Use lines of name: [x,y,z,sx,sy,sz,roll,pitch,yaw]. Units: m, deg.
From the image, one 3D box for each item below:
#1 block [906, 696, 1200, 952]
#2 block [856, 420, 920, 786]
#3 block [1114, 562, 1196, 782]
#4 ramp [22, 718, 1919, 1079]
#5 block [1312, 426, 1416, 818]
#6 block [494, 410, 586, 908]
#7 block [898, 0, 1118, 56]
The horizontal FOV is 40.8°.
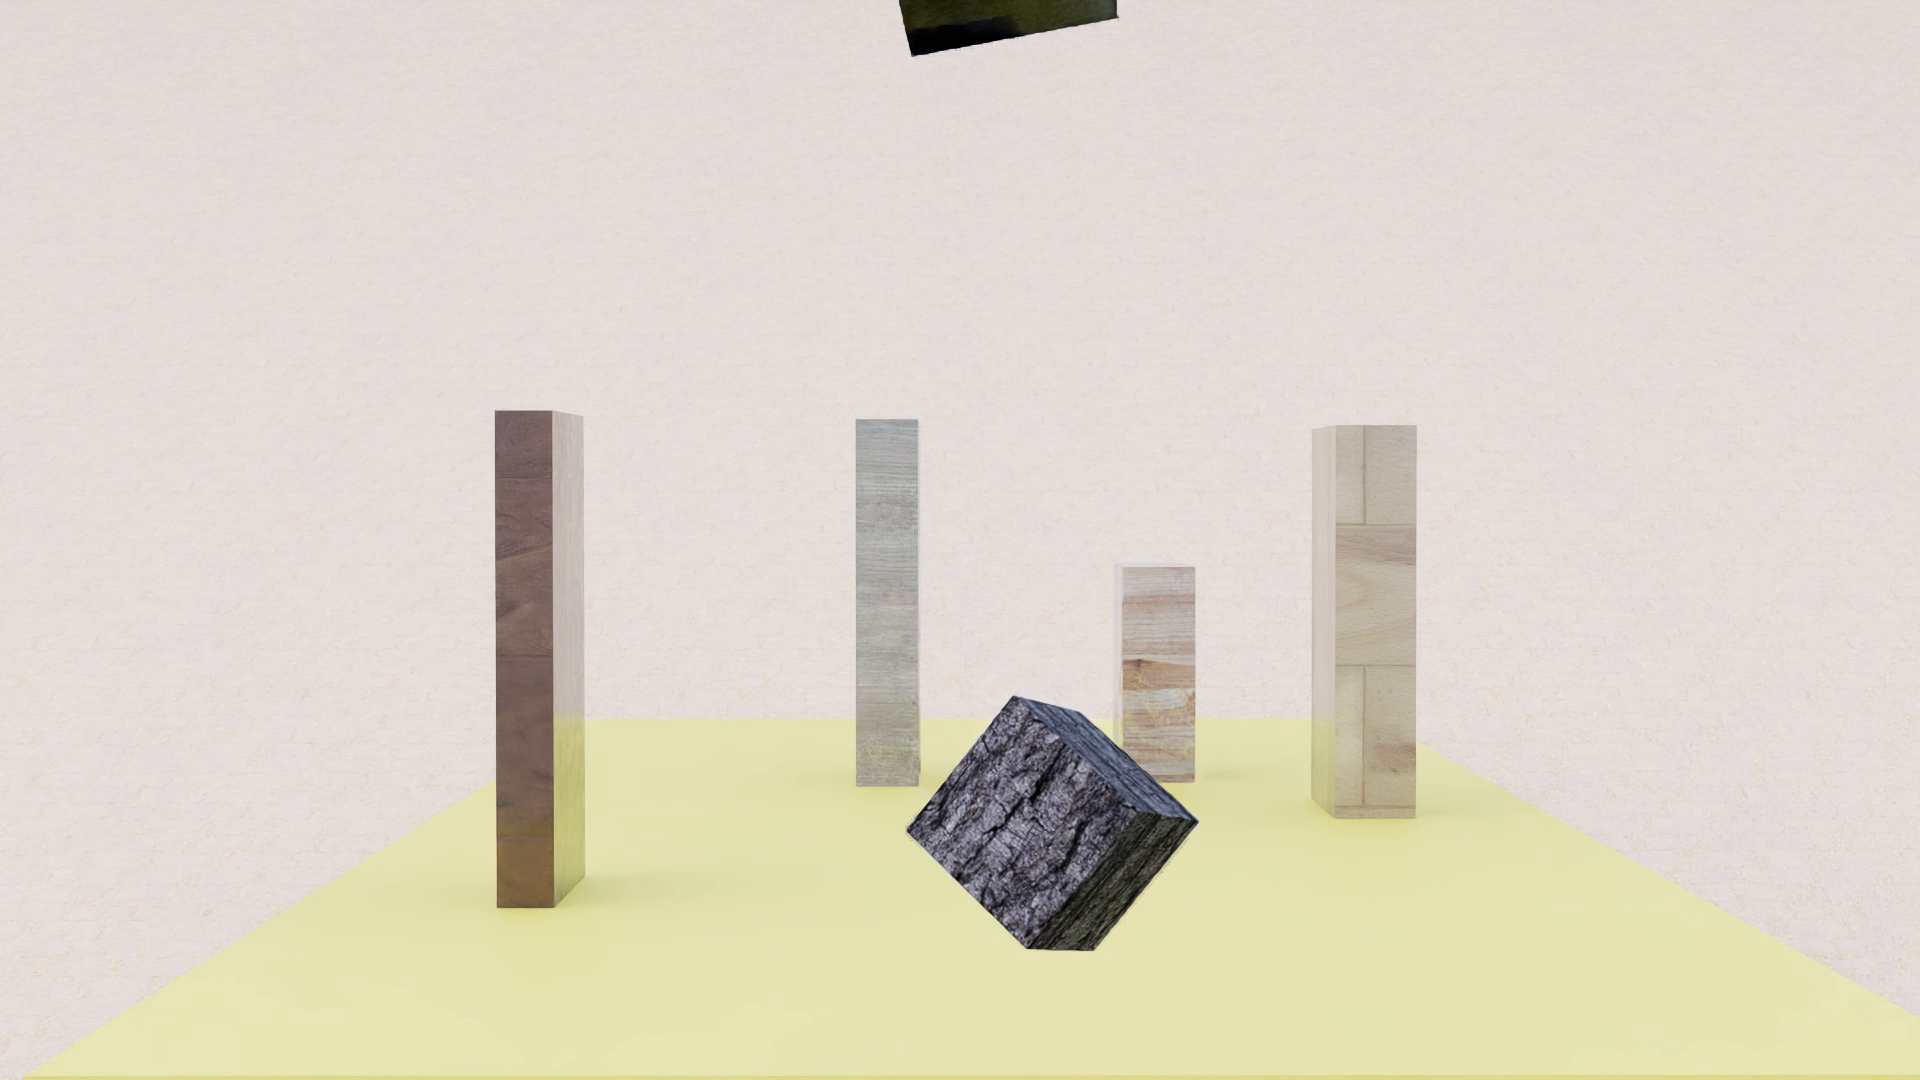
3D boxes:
block: [0.098,0.297,2.680,0.181,0.181,0.181,42,10,25]
block: [-0.144,0.121,5.239,0.123,0.723,0.329,0,1,0]
block: [0.396,0.266,5.292,0.145,0.430,0.303,0,1,0]
ramp: [0.060,0.545,4.581,2.000,0.100,4.000,0,1,0]
block: [0.737,0.143,4.725,0.144,0.698,0.304,0,1,0]
block: [-0.608,0.164,3.754,0.081,0.696,0.301,0,1,0]
block: [0.026,-0.607,2.401,0.197,0.197,0.197,-10,56,4]
